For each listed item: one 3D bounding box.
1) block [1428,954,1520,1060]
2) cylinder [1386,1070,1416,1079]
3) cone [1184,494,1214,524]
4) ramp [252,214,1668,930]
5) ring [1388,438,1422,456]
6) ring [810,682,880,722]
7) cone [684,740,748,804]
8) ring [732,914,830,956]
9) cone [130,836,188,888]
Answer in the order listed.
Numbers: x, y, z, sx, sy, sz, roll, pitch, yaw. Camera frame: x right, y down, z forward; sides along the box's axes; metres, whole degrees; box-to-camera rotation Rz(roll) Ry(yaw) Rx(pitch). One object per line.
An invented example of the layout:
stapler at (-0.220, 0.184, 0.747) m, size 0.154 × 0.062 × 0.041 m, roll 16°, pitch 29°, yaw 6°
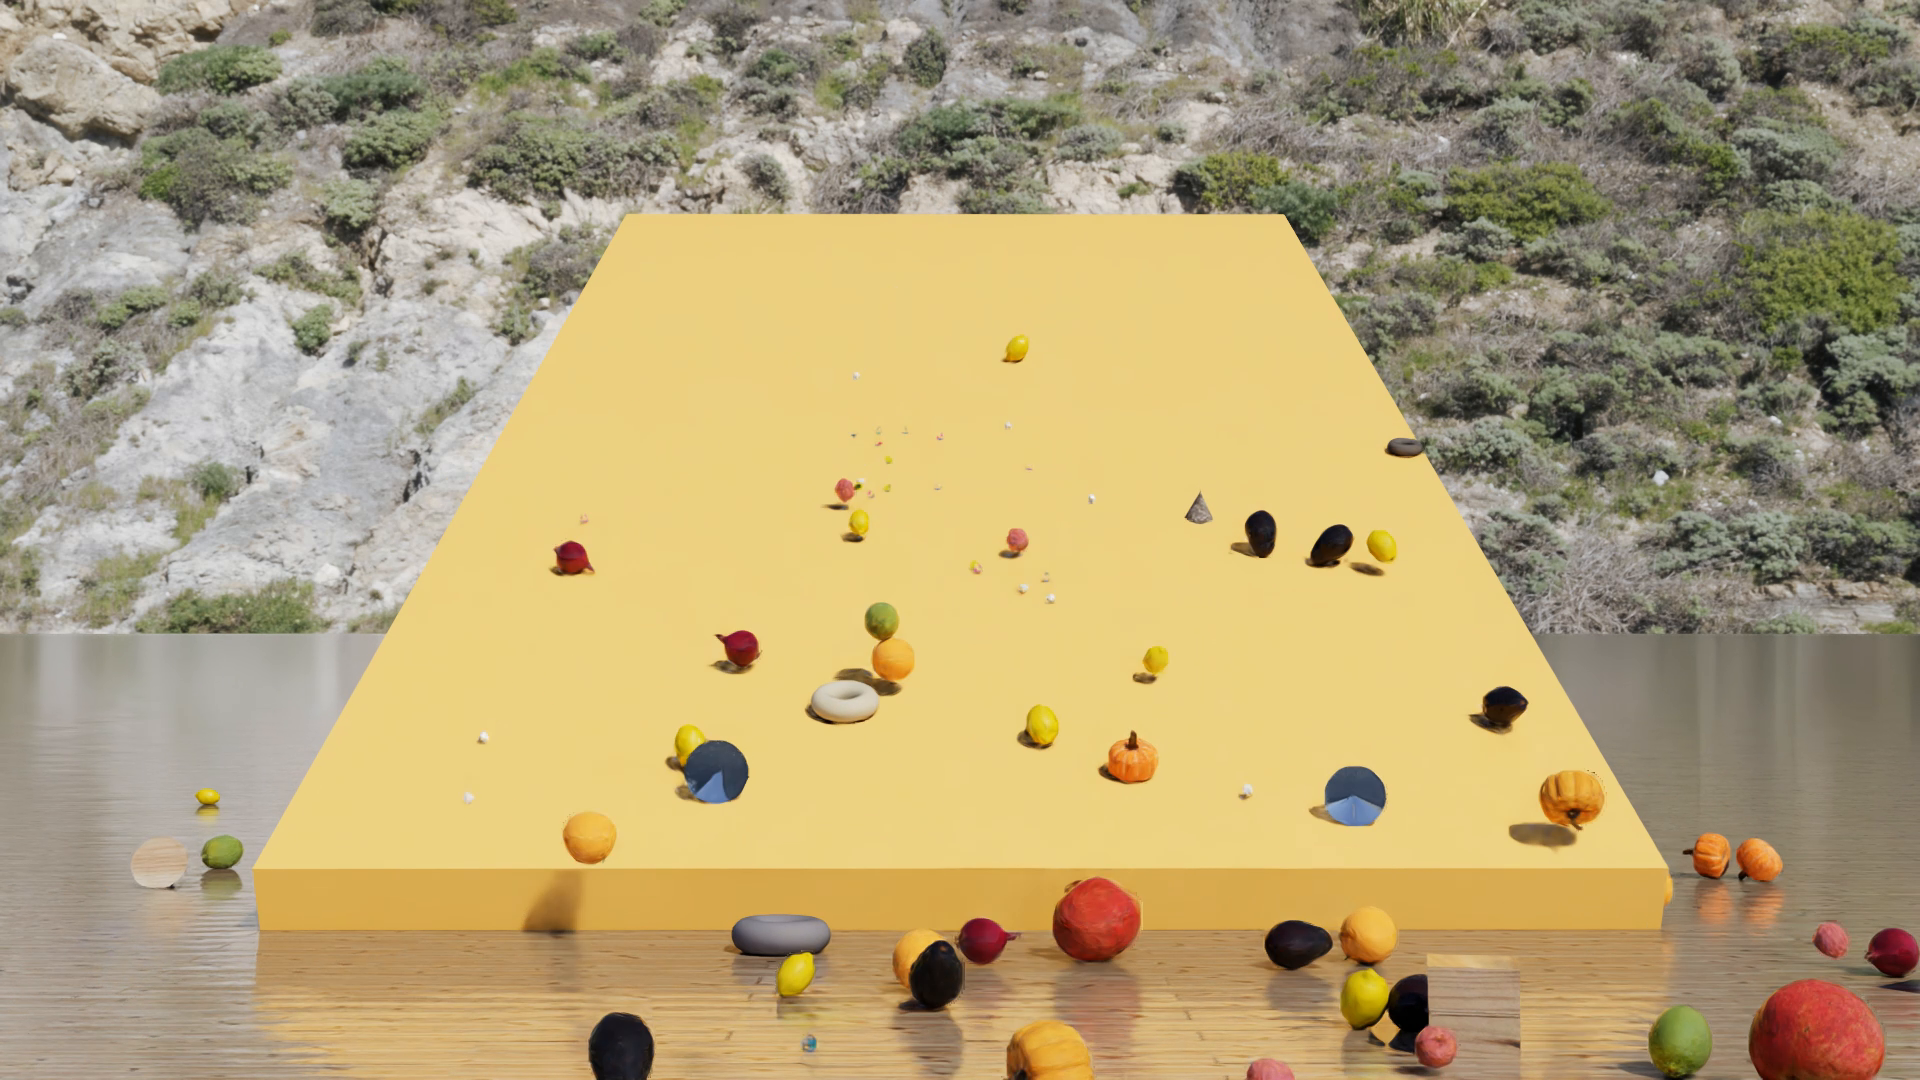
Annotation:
block at (0.525, 0.476, 2.338) m, size 0.090 × 0.090 × 0.090 m, roll 0°, pitch -2°, yaw 11°
cylinder at (0.363, 0.464, 1.800) m, size 0.072 × 0.072 × 0.072 m, roll 18°, pitch 2°, yaw 13°
cone at (0.473, -0.069, 4.517) m, size 0.057 × 0.057 × 0.057 m, roll 0°, pitch 21°, yaw 0°
ramp at (-0.006, -0.217, 5.110) m, size 2.000 × 0.100 × 4.000 m, roll 0°, pitch 21°, yaw 0°
ring at (0.953, -0.199, 4.897) m, size 0.075 × 0.025 × 0.075 m, roll 1°, pitch 21°, yaw 0°
ring at (-0.186, 0.261, 3.698) m, size 0.112 × 0.037 × 0.112 m, roll 1°, pitch 20°, yaw 0°
cone at (-0.366, 0.350, 3.459) m, size 0.095 × 0.095 × 0.095 m, roll 0°, pitch -5°, yaw -4°
ring at (-0.239, 0.527, 3.055) m, size 0.133 × 0.044 × 0.133 m, roll 1°, pitch -3°, yaw 0°
cone at (-1.334, 0.558, 3.841) m, size 0.092 × 0.092 × 0.092 m, roll 0°, pitch -29°, yaw -5°
